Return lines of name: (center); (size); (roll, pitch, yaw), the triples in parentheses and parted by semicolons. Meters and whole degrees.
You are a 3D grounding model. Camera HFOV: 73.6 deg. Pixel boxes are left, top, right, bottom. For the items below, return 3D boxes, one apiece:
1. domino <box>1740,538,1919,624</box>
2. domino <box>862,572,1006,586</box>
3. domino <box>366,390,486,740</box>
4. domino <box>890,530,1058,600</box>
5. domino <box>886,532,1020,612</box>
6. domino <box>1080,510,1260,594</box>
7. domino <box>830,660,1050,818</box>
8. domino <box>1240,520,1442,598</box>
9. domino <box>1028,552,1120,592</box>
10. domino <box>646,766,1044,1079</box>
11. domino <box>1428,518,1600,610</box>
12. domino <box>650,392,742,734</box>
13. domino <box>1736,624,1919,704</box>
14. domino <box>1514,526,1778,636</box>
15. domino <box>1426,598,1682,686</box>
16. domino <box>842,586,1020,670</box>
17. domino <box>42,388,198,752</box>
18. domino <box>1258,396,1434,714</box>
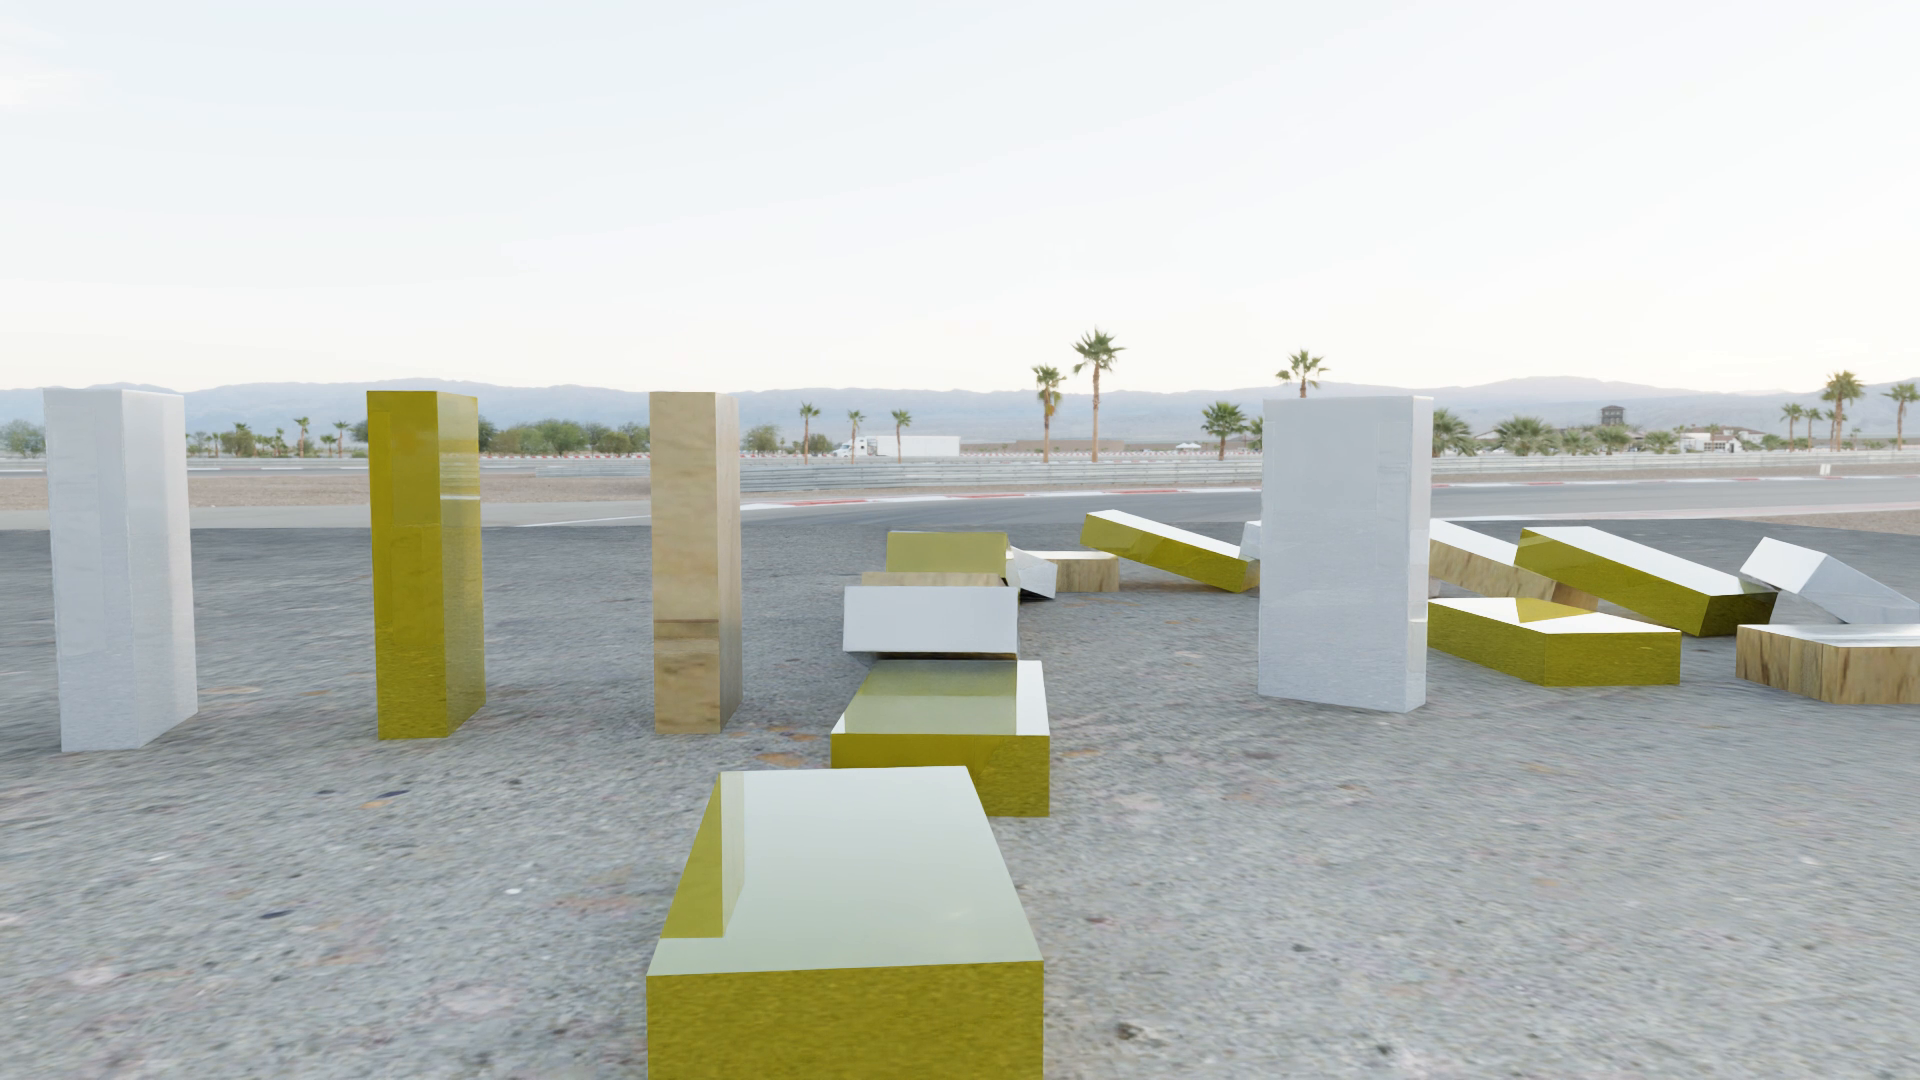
domino: (0.187, 0.012, 0.273); (0.025, 0.009, 0.050); (33, 14, 15)
domino: (-0.003, 0.014, 0.259); (0.025, 0.009, 0.050); (0, -7, 5)
domino: (-0.081, 0.003, 0.196); (0.009, 0.050, 0.025); (-1, 4, -8)
domino: (0.004, 0.007, 0.336); (0.025, 0.009, 0.050); (2, -9, 27)
domino: (0.000, 0.009, 0.291); (0.025, 0.010, 0.050); (0, -13, 6)
domino: (0.064, 0.003, 0.385); (0.050, 0.009, 0.025); (18, 11, 23)
domino: (-0.001, 0.025, 0.171); (0.025, 0.009, 0.050); (0, 4, 2)
domino: (0.108, 0.005, 0.366); (0.050, 0.009, 0.025); (21, 17, 42)
domino: (0.022, 0.009, 0.383); (0.050, 0.009, 0.025); (0, 4, 4)
domino: (-0.009, 0.030, 0.106); (0.025, 0.009, 0.050); (0, 4, -5)
domino: (0.139, 0.007, 0.338); (0.025, 0.009, 0.050); (-3, 19, -37)
domino: (-0.041, 0.003, 0.199); (0.010, 0.050, 0.025); (0, 4, -2)
domino: (0.168, 0.021, 0.223); (0.050, 0.009, 0.025); (0, 4, -3)
domino: (0.162, 0.009, 0.306); (0.025, 0.009, 0.050); (-1, 18, -28)
domino: (0.113, 0.019, 0.250); (0.025, 0.010, 0.050); (0, 4, -5)
domino: (-0.003, 0.016, 0.209); (0.025, 0.010, 0.050); (0, -10, 3)
domino: (-0.122, 0.003, 0.188); (0.009, 0.050, 0.025); (-1, 4, -14)
domino: (0.063, 0.002, 0.212); (0.025, 0.050, 0.009); (3, 5, 38)
